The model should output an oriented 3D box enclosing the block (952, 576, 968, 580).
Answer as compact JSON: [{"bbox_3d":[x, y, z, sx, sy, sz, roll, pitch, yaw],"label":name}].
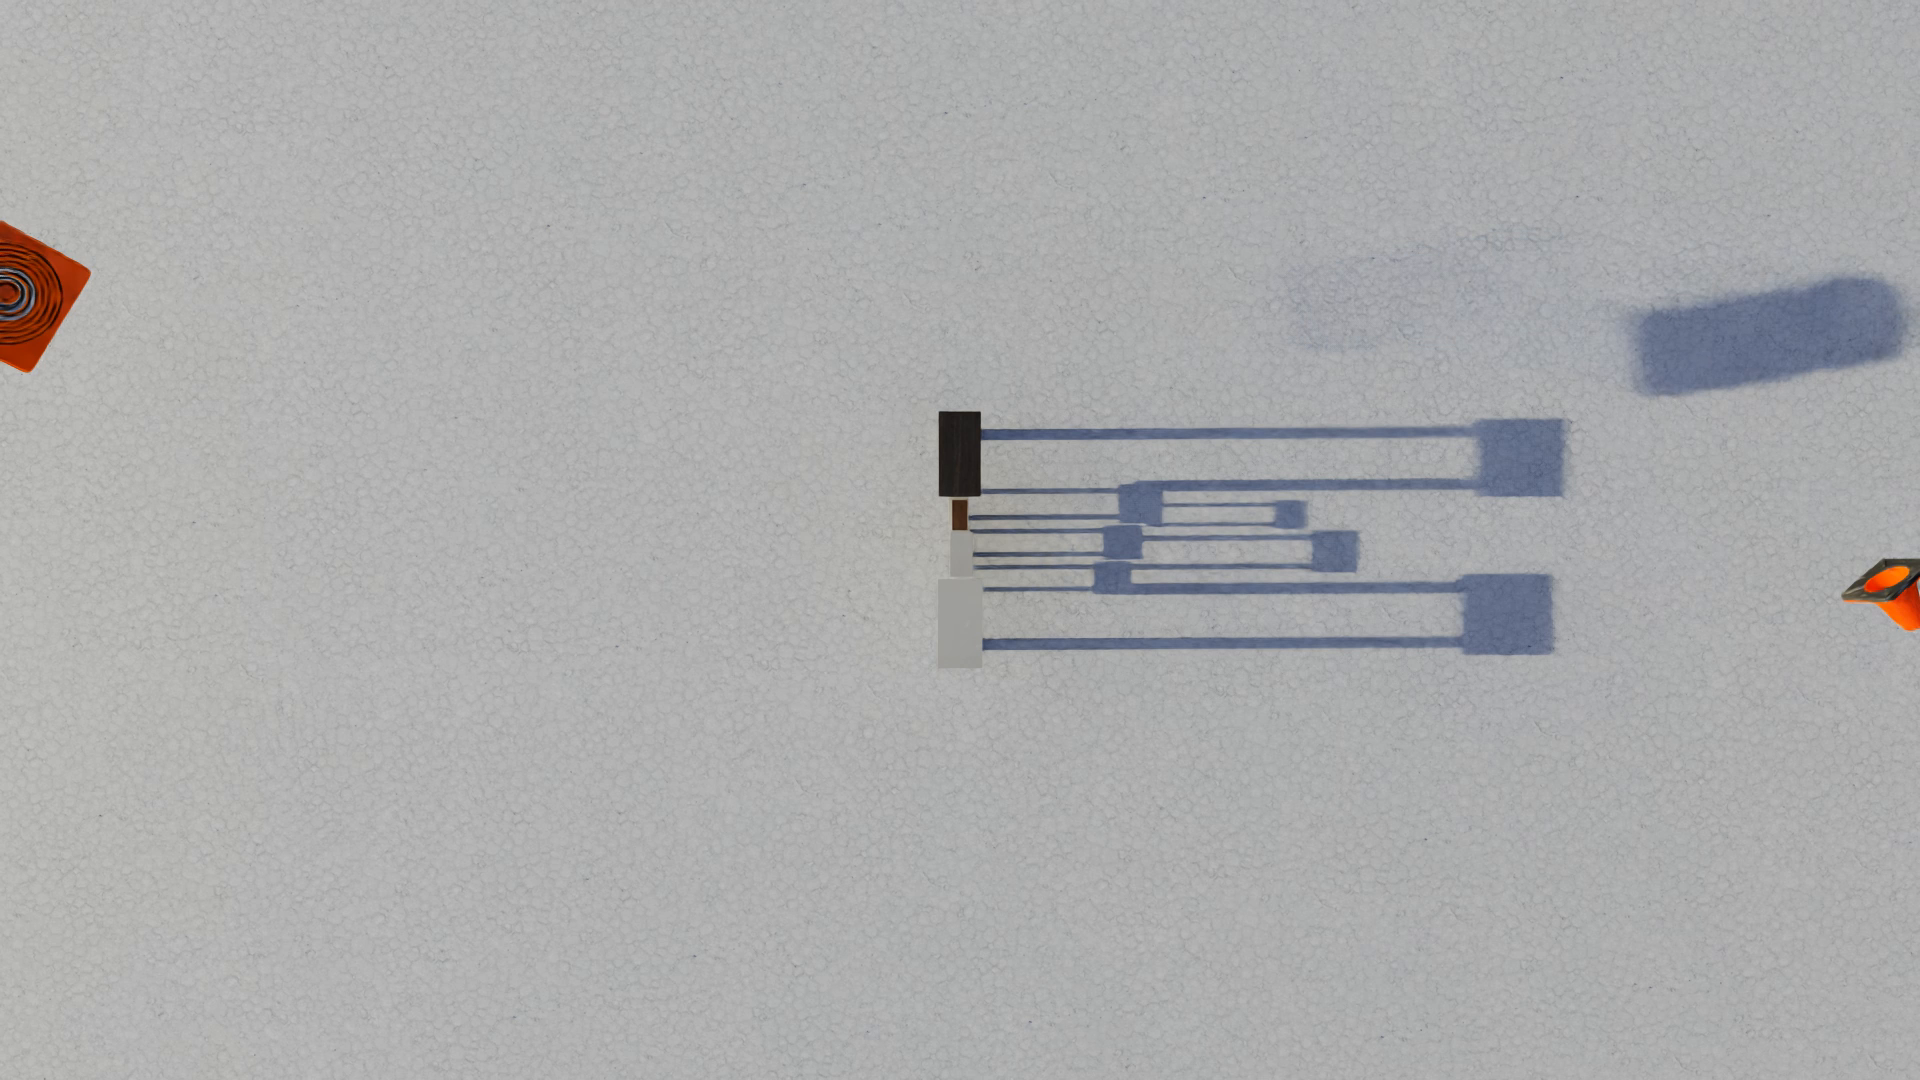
[{"bbox_3d":[-0.001,0.128,5.382,0.055,0.016,0.110,0,90,0],"label":"block"}]

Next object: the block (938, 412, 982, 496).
[{"bbox_3d":[-0.001,-0.263,5.072,0.130,0.037,0.261,0,90,0],"label":"block"}]

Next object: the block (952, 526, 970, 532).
[{"bbox_3d":[0.003,0.010,5.376,0.058,0.016,0.116,0,90,0],"label":"block"}]

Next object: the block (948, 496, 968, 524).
[{"bbox_3d":[-0.005,-0.118,5.360,0.065,0.018,0.131,0,90,0],"label":"block"}]

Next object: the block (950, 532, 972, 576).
[{"bbox_3d":[0.005,0.045,5.215,0.071,0.020,0.142,0,90,0],"label":"block"}]

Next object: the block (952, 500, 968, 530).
[{"bbox_3d":[0.000,-0.079,5.247,0.049,0.014,0.097,0,90,0],"label":"block"}]

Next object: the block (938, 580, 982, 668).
[{"bbox_3d":[0.001,0.258,5.083,0.136,0.039,0.273,0,90,0],"label":"block"}]
